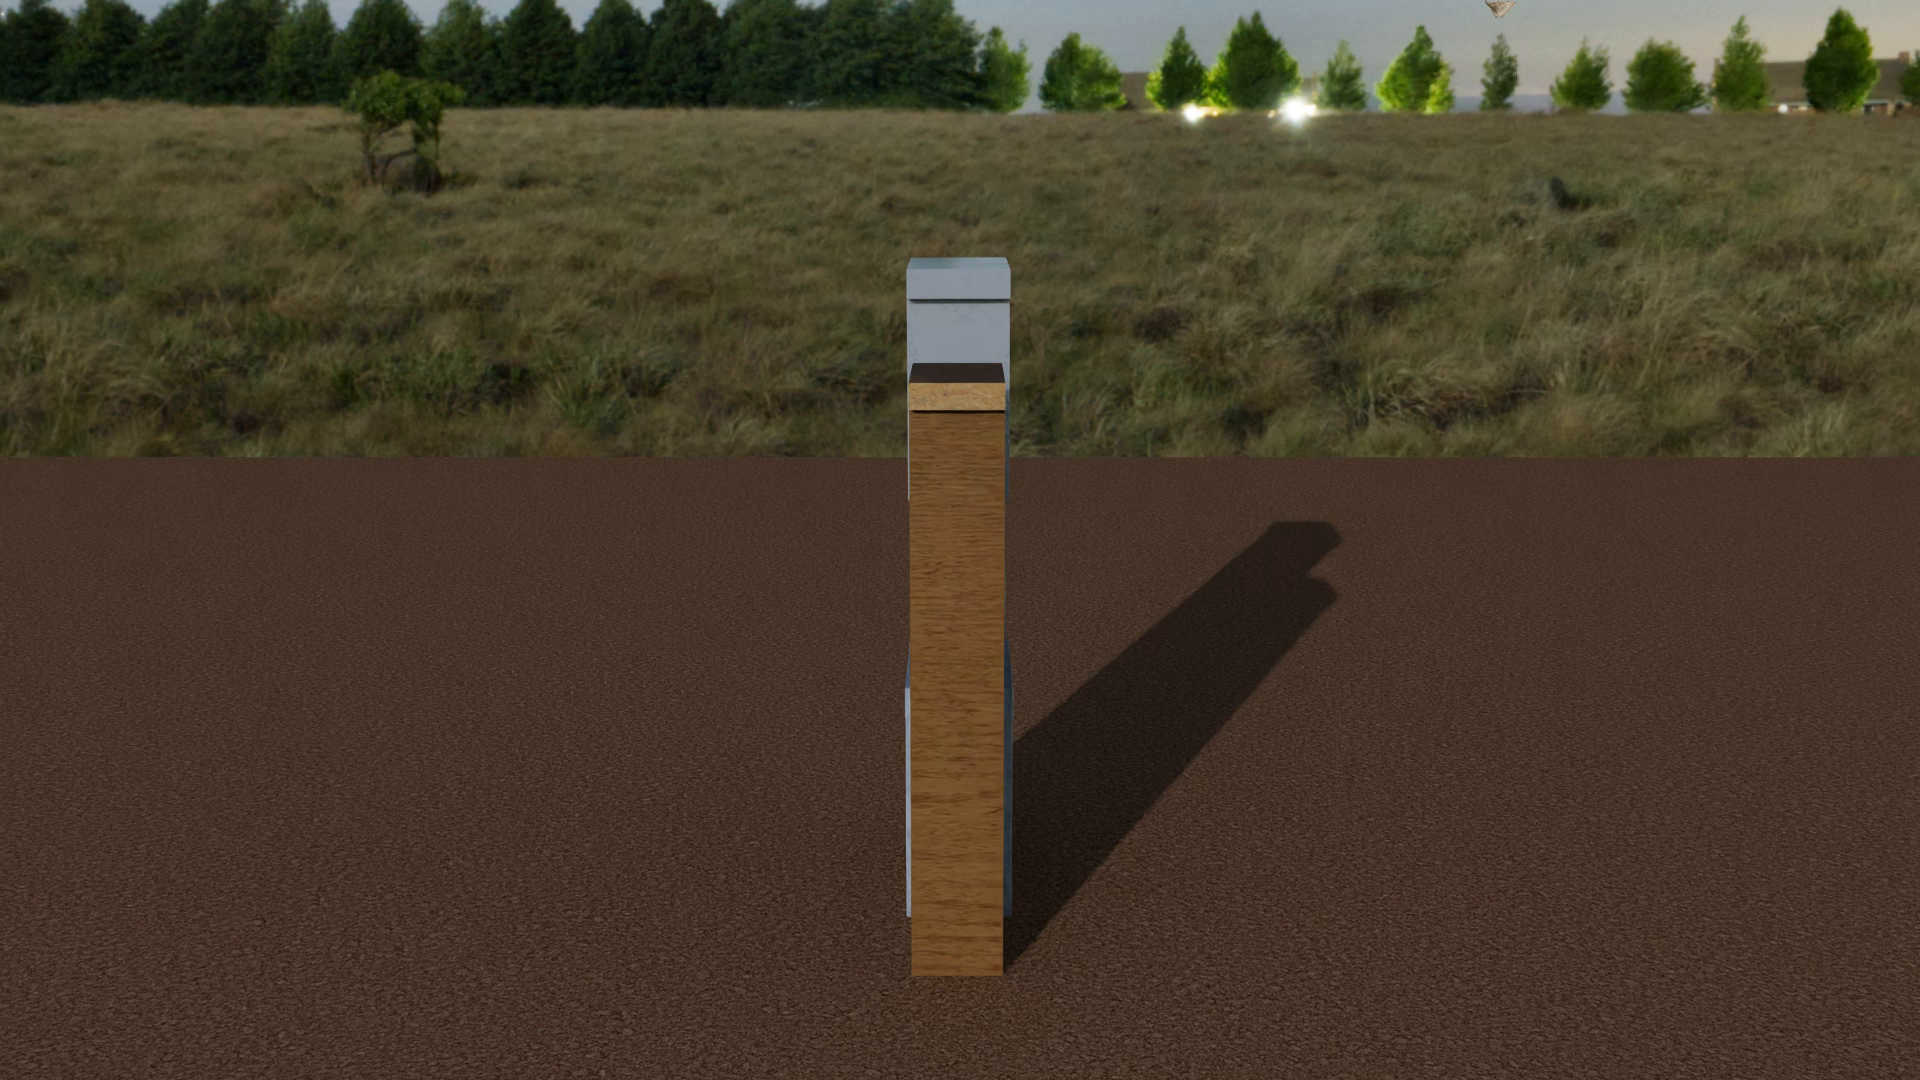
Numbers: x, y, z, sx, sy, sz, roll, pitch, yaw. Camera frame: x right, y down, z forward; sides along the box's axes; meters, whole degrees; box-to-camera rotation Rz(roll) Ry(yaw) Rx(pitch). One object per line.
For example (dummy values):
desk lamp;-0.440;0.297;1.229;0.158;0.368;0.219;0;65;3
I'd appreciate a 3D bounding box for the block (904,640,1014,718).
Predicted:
block;-0.001;0.226;3.630;0.171;0.048;0.341;0;11;0

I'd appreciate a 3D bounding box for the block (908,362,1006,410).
block;-0.004;-0.229;3.261;0.138;0.039;0.275;0;11;0

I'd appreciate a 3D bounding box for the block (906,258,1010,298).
block;-0.003;-0.442;3.703;0.167;0.047;0.335;0;11;0

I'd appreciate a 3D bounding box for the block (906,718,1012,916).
block;-0.001;0.438;3.554;0.171;0.341;0.048;0;11;0

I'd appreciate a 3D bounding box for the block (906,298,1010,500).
block;-0.003;-0.234;3.628;0.167;0.335;0.047;0;11;0

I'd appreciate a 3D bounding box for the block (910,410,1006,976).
block;-0.004;0.230;3.253;0.138;0.860;0.039;0;11;0

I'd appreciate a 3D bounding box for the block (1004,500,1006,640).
block;-0.003;-0.017;3.896;0.167;0.859;0.047;0;11;0
